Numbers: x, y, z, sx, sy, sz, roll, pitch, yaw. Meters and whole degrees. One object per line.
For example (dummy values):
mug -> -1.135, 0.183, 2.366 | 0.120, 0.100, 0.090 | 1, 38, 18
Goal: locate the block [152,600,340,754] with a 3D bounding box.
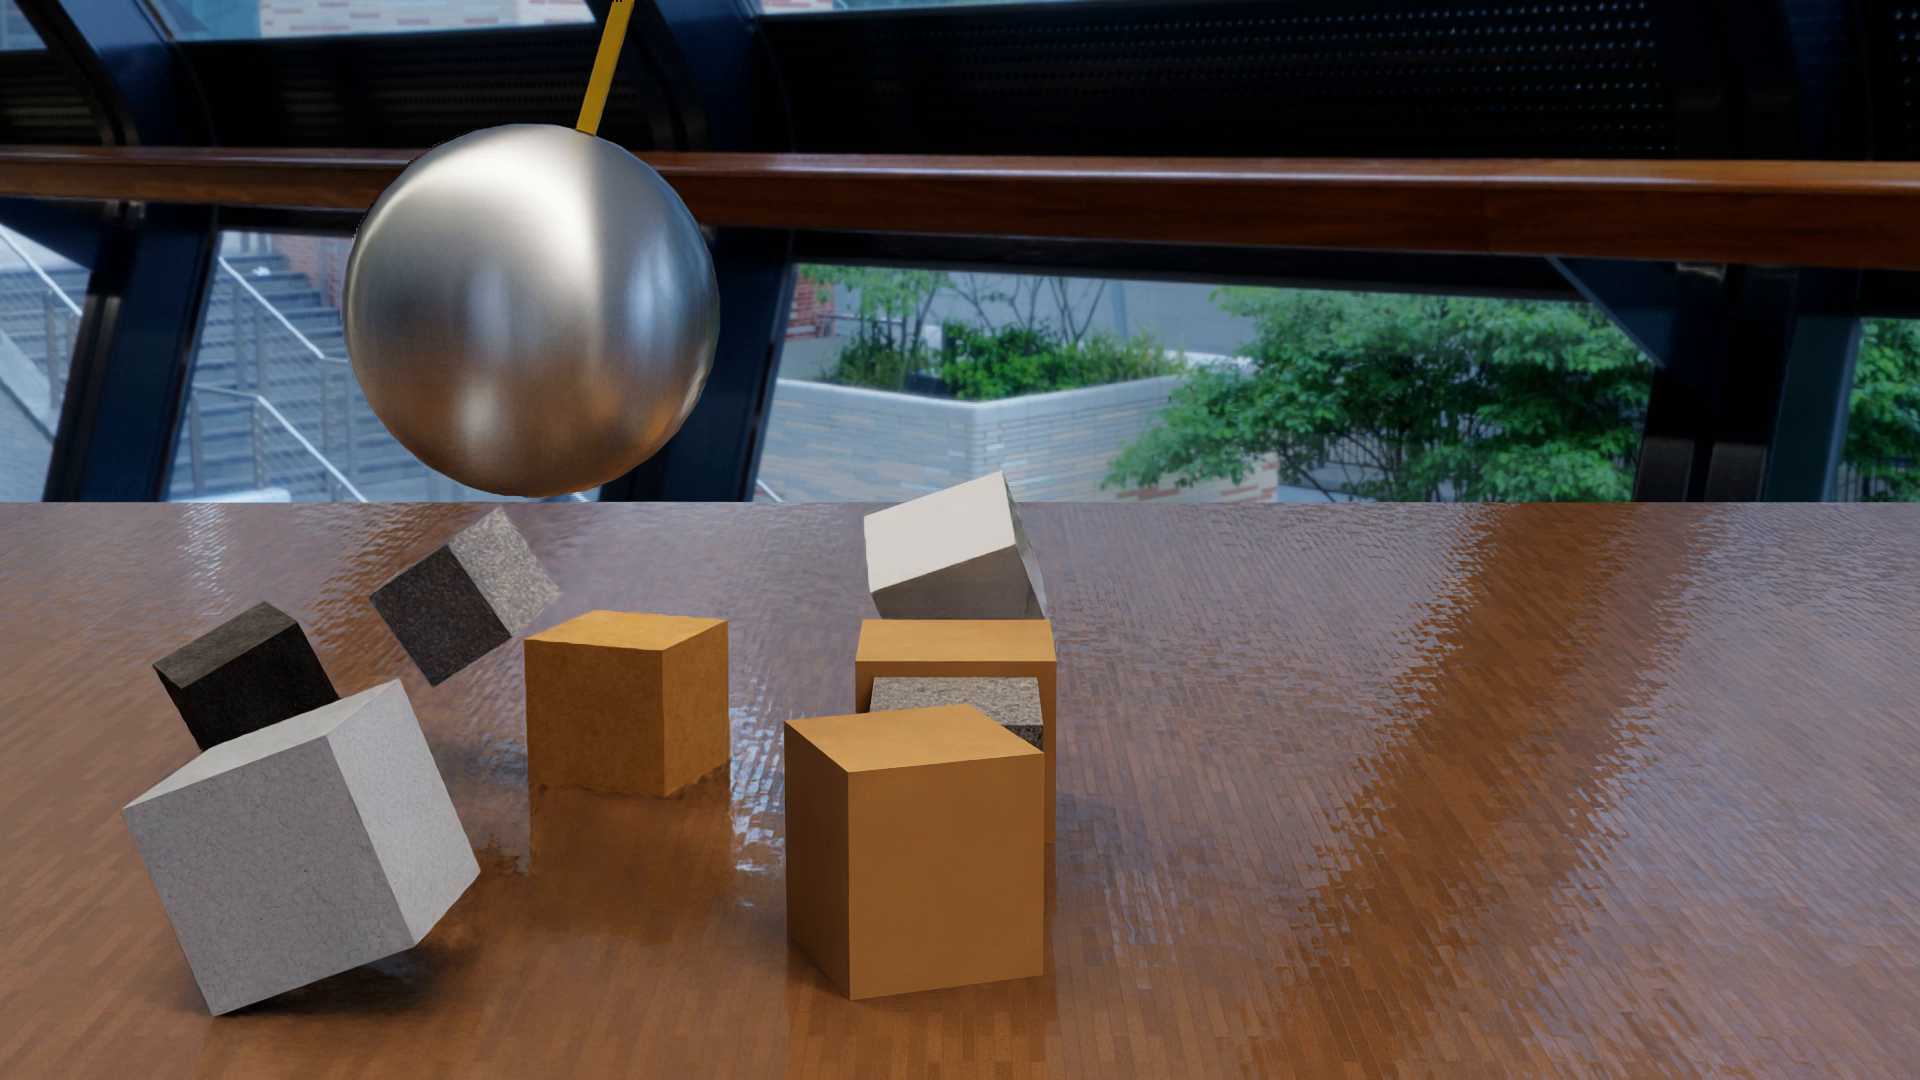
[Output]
block -> -3.571, 0.781, 12.952 | 0.643, 0.616, 0.614 | -32, 23, -22

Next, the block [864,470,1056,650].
block -> -0.008, 0.217, 13.336 | 0.773, 0.673, 0.751 | -18, 31, 6

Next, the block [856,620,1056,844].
block -> -0.018, 0.895, 12.228 | 0.918, 0.863, 0.913 | 0, 10, 0

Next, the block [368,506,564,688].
block -> -2.515, 0.285, 13.091 | 0.571, 0.563, 0.592 | -31, 8, 25

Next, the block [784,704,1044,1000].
block -> -0.195, 1.226, 10.294 | 0.801, 0.904, 0.843 | -4, 11, -20

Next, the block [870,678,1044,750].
block -> -0.020, 1.093, 11.343 | 0.742, 0.791, 0.876 | 0, 10, 0

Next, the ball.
ball -> -1.828, -0.980, 11.002 | 1.600, 1.600, 1.600 | 0, 10, 0

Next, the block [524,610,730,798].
block -> -1.678, 0.815, 13.024 | 0.758, 0.738, 0.760 | 4, 11, 19

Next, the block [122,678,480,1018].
block -> -2.534, 1.177, 9.991 | 0.850, 0.861, 0.903 | -20, 8, 8

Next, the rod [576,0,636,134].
rod -> -0.792, -4.166, 10.423 | 0.080, 5.200, 0.080 | 17, 10, -3
